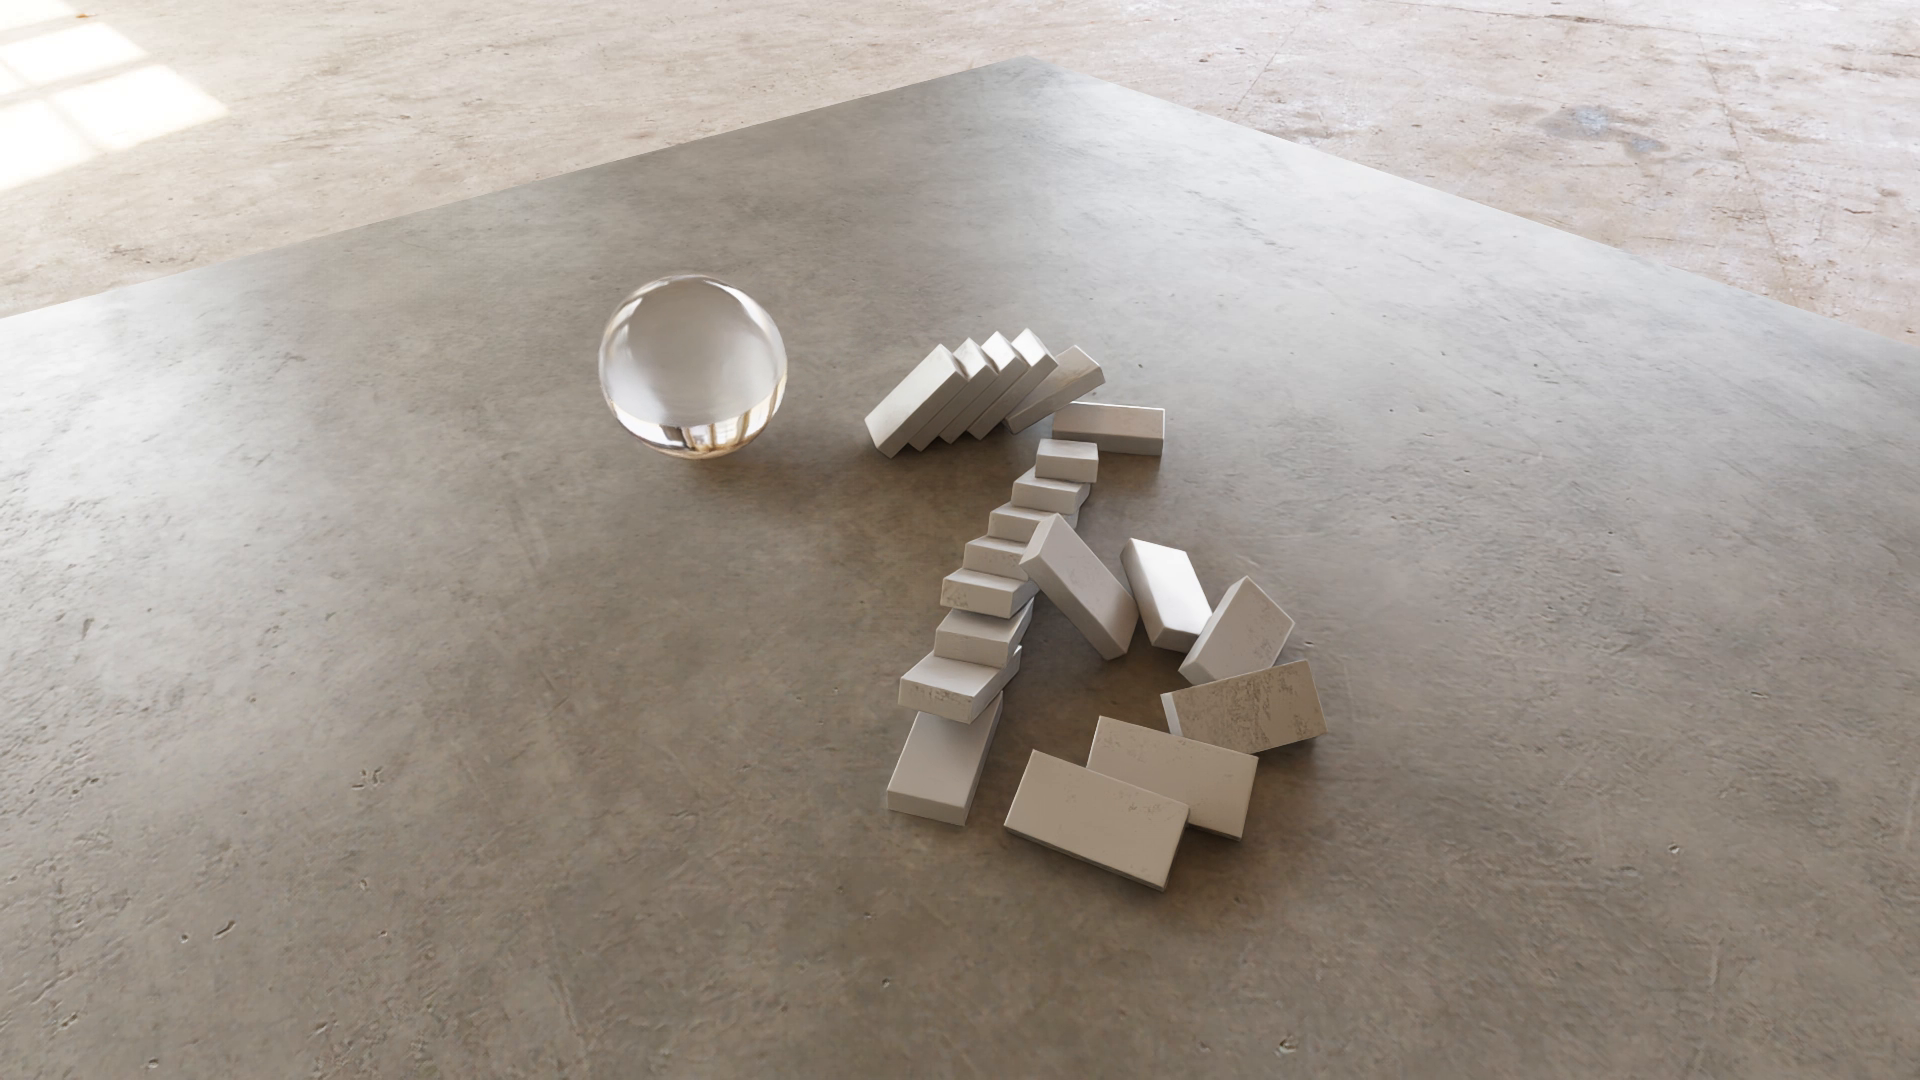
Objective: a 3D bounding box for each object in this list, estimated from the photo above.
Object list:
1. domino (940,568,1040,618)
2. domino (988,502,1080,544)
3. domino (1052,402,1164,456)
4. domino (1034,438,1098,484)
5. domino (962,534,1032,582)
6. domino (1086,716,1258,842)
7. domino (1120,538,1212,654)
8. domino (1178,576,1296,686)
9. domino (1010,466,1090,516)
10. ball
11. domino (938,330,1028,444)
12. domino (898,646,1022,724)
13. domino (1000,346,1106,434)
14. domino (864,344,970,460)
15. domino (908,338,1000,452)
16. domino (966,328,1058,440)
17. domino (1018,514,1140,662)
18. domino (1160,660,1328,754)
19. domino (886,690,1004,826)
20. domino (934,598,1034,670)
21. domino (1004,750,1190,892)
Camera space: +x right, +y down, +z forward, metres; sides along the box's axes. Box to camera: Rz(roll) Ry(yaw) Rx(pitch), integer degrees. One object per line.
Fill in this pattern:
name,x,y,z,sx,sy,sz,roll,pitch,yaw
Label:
domino,0.013,0.016,0.402,0.025,0.009,0.050,10,11,15
domino,0.030,-0.008,0.435,0.025,0.010,0.050,11,13,15
domino,0.068,-0.052,0.506,0.050,0.010,0.025,6,40,7
domino,0.046,-0.034,0.468,0.025,0.010,0.050,6,13,5
domino,0.022,0.005,0.418,0.025,0.010,0.050,11,12,19
domino,0.065,0.074,0.344,0.050,0.010,0.025,13,71,15
domino,0.078,0.021,0.411,0.025,0.010,0.050,13,36,-19
domino,0.098,0.037,0.388,0.025,0.009,0.050,44,49,-1
domino,0.038,-0.021,0.452,0.025,0.010,0.050,10,14,12
ball,-0.116,-0.075,0.479,0.080,0.080,0.080,0,39,0
domino,0.006,-0.070,0.504,0.050,0.009,0.025,-44,40,14
domino,0.001,0.045,0.371,0.025,0.009,0.050,12,17,18
domino,0.040,-0.070,0.515,0.050,0.009,0.025,-30,40,-5
domino,-0.020,-0.063,0.495,0.050,0.010,0.025,-43,40,15
domino,-0.007,-0.066,0.499,0.050,0.010,0.025,-43,40,15
domino,0.020,-0.072,0.507,0.050,0.009,0.025,-43,40,15
domino,0.044,0.017,0.396,0.010,0.050,0.025,-29,21,39
domino,0.094,0.057,0.363,0.050,0.010,0.025,-11,81,-13
domino,-0.004,0.068,0.360,0.025,0.010,0.050,10,40,12
domino,0.009,0.030,0.391,0.025,0.009,0.050,9,17,11
domino,0.041,0.084,0.332,0.050,0.009,0.025,17,68,19
